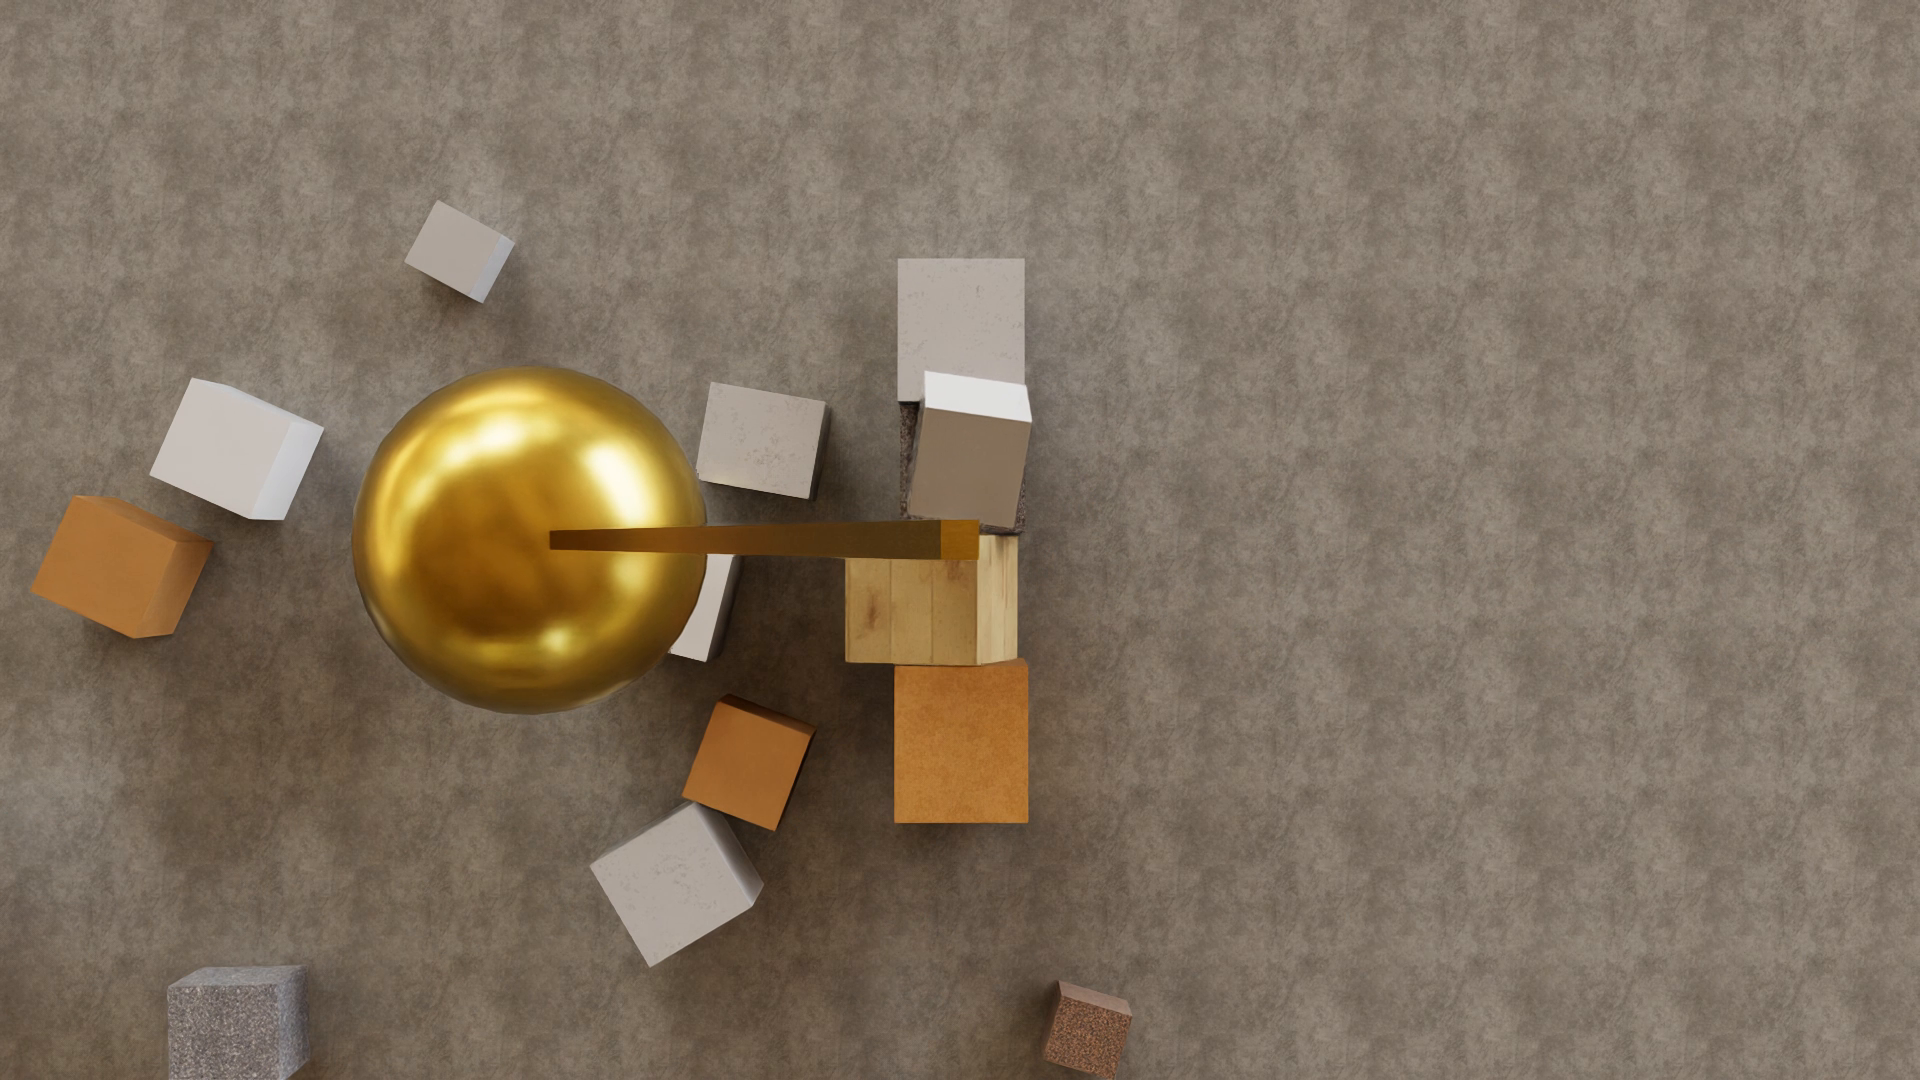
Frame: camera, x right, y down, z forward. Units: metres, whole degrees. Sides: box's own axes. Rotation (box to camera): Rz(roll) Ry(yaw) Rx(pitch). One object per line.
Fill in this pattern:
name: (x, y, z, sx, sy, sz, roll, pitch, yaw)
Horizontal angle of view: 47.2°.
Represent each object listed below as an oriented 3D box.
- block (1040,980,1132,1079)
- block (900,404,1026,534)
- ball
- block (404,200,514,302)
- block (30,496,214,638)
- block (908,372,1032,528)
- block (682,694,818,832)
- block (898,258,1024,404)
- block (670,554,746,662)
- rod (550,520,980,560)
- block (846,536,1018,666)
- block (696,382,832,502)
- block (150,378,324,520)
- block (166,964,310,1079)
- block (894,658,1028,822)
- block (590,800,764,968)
block: (0.729, 2.845, 12.781, 0.423, 0.438, 0.383, 17, 90, 0)
block: (0.016, -0.400, 12.668, 0.702, 0.664, 0.718, 0, 90, 0)
ball: (-1.948, 0.000, 10.028, 1.600, 1.600, 1.600, 0, 90, 0)
block: (-2.911, -1.676, 12.812, 0.421, 0.376, 0.405, 28, 90, 0)
block: (-4.821, 0.151, 12.687, 0.641, 0.625, 0.595, 25, 90, 0)
block: (0.045, -0.495, 11.897, 0.566, 0.678, 0.599, 8, 110, -4)
block: (-1.205, 1.274, 12.692, 0.566, 0.616, 0.574, 21, 90, 0)
block: (0.006, -1.162, 12.576, 0.701, 0.848, 0.788, 0, 90, 0)
block: (-1.706, 0.247, 12.608, 0.782, 0.784, 0.691, 14, 90, 0)
rod: (-0.844, 0.000, 6.812, 0.080, 5.200, 0.080, 0, 90, -19)
block: (-0.155, 0.330, 12.534, 0.780, 0.716, 0.716, 0, 90, 19)
block: (-1.124, -0.559, 12.670, 0.652, 0.660, 0.556, 10, 90, 0)
block: (-4.158, -0.516, 12.682, 0.614, 0.637, 0.596, 24, 90, 0)
block: (-4.162, 2.800, 12.713, 0.625, 0.575, 0.564, -1, 90, 0)
block: (0.007, 1.126, 12.552, 0.737, 0.897, 0.861, 0, 90, 0)
block: (-1.607, 1.923, 12.604, 0.659, 0.791, 0.659, -31, 90, 0)
